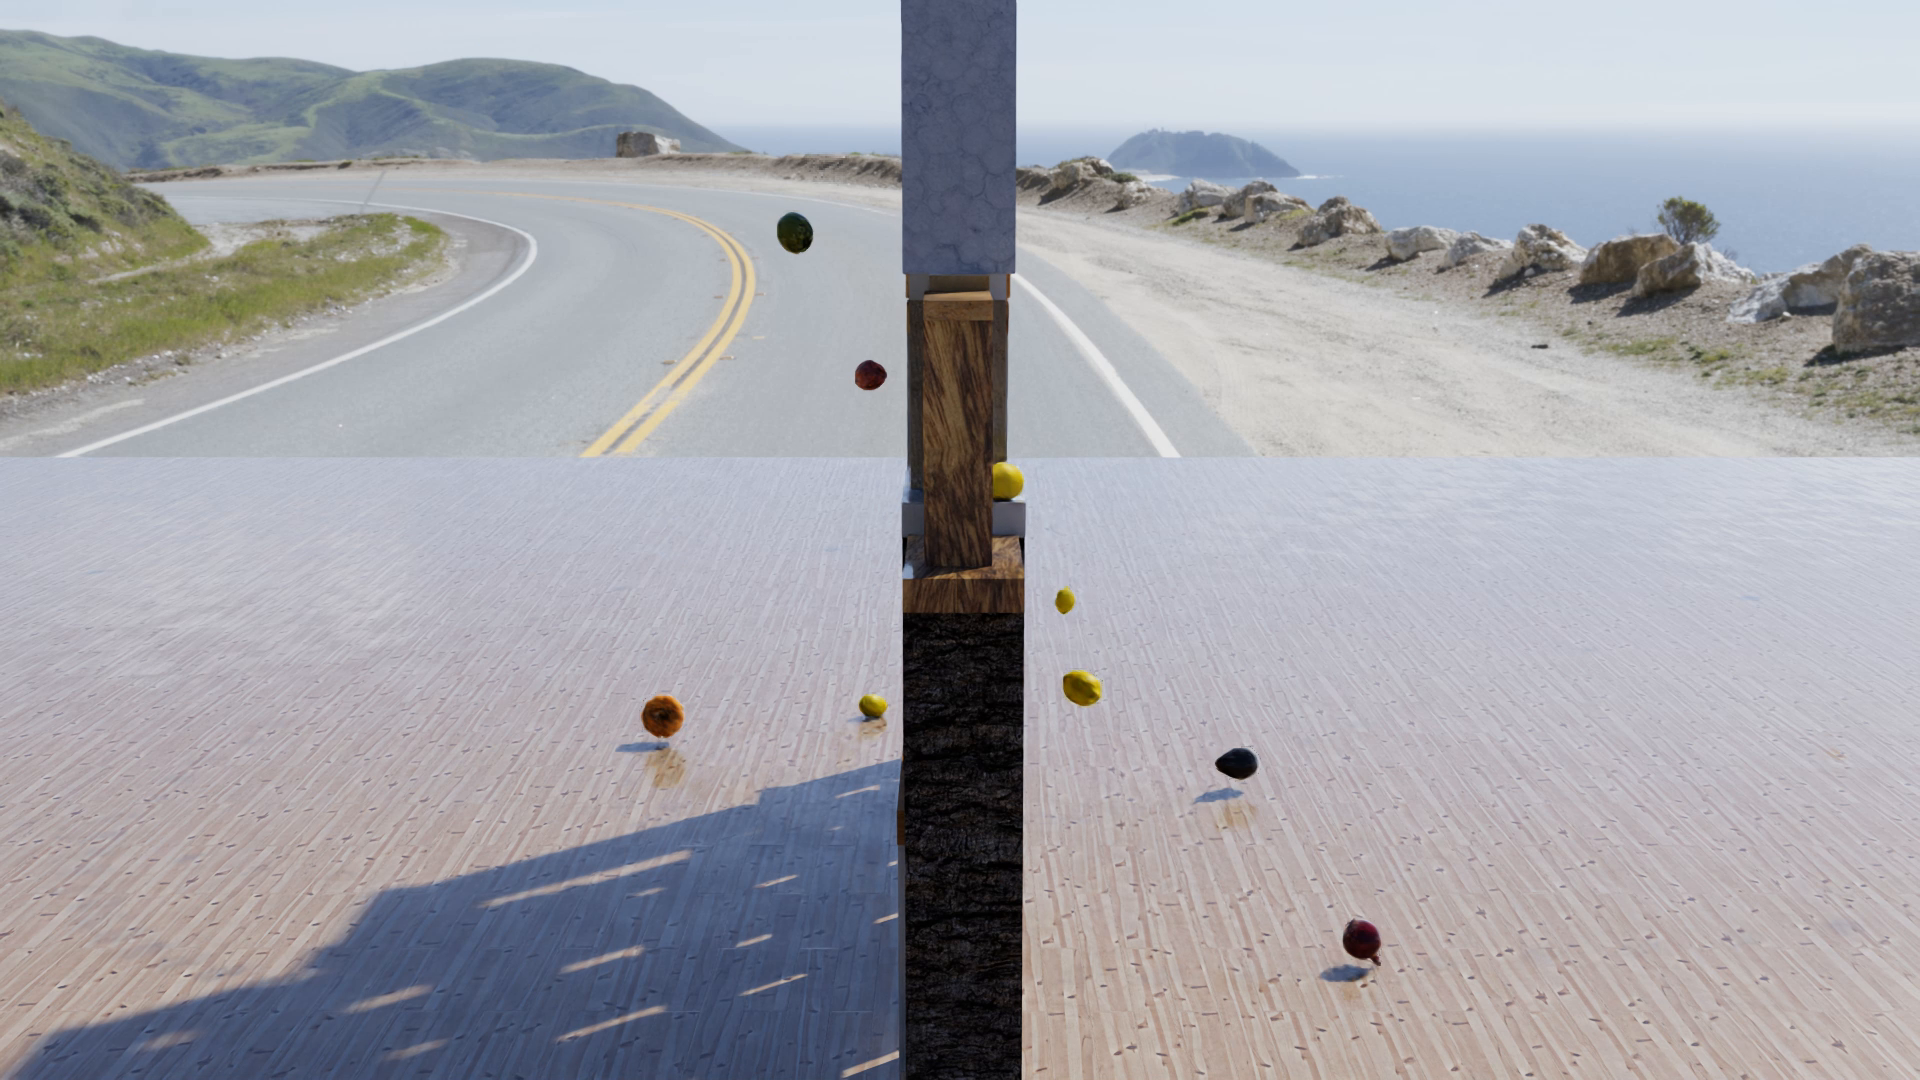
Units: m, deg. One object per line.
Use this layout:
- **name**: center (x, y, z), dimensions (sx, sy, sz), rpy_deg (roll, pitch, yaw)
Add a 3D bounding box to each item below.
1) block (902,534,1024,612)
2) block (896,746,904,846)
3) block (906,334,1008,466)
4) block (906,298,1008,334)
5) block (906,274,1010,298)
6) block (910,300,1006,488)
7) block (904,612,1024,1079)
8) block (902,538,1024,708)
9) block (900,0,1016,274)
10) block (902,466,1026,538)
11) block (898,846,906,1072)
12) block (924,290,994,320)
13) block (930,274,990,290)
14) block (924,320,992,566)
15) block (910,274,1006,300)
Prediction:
- **block**: center (0.004, 0.041, 2.820), dimensions (0.148, 0.042, 0.297), rpy_deg (0, 11, 0)
- **block**: center (0.000, 0.347, 3.041), dimensions (0.165, 0.047, 0.330), rpy_deg (0, 11, 0)
- **block**: center (-0.004, -0.181, 3.620), dimensions (0.164, 0.329, 0.047), rpy_deg (0, 11, -1)
- **block**: center (-0.004, -0.385, 3.693), dimensions (0.164, 0.047, 0.329), rpy_deg (0, 10, 0)
- **block**: center (-0.003, -0.577, 3.649), dimensions (0.174, 0.347, 0.049), rpy_deg (0, 10, 0)
- **block**: center (-0.003, -0.205, 3.070), dimensions (0.132, 0.265, 0.037), rpy_deg (0, 11, 0)
- **block**: center (0.005, 0.411, 2.787), dimensions (0.148, 0.674, 0.042), rpy_deg (0, 11, 0)
- **block**: center (0.005, 0.151, 3.053), dimensions (0.167, 0.335, 0.047), rpy_deg (0, 11, 0)
- **block**: center (-0.001, -0.613, 2.837), dimensions (0.148, 0.535, 0.042), rpy_deg (0, 10, 0)
- **block**: center (0.004, -0.057, 3.127), dimensions (0.167, 0.047, 0.335), rpy_deg (0, 11, 0)
- **block**: center (0.000, 0.552, 2.968), dimensions (0.165, 0.330, 0.047), rpy_deg (0, 11, 0)
- **block**: center (-0.003, -0.294, 2.757), dimensions (0.085, 0.024, 0.169), rpy_deg (0, 11, -1)
- **block**: center (0.000, -0.345, 2.917), dimensions (0.077, 0.022, 0.155), rpy_deg (0, 10, 0)
- **block**: center (-0.002, -0.121, 2.731), dimensions (0.085, 0.308, 0.024), rpy_deg (0, 10, 0)
- **block**: center (-0.003, -0.370, 3.129), dimensions (0.132, 0.037, 0.265), rpy_deg (0, 11, 0)
